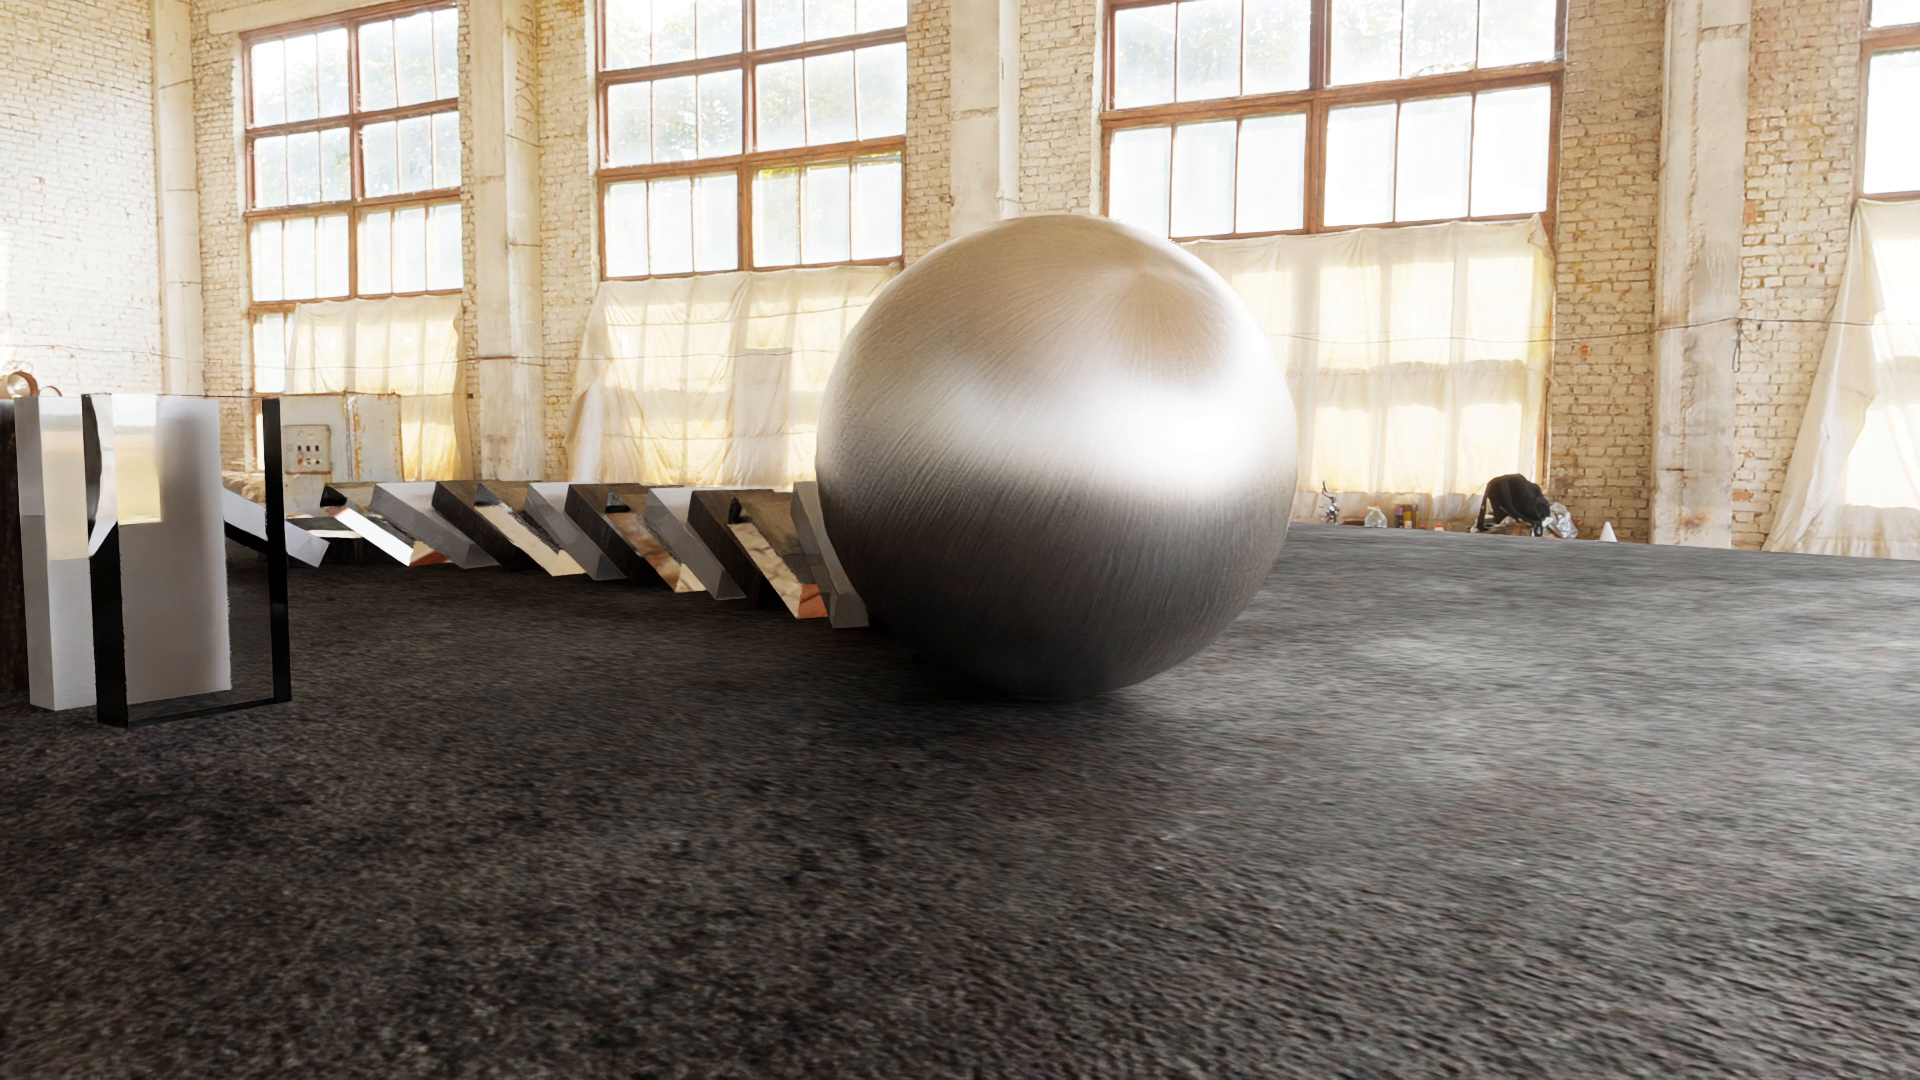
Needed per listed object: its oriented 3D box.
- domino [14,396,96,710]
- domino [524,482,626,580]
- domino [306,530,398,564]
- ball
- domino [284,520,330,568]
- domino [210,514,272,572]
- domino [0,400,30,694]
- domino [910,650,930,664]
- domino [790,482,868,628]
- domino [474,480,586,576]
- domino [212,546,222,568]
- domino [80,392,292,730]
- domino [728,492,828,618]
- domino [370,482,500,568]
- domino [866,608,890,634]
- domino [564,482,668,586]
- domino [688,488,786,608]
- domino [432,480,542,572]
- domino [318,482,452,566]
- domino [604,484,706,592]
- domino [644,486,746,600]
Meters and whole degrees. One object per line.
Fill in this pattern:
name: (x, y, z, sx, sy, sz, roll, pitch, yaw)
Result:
domino: (-0.141, 0.001, 0.216, 0.009, 0.050, 0.025, 3, 5, 34)
domino: (-0.120, -0.004, 0.422, 0.025, 0.009, 0.050, -4, 31, -45)
domino: (-0.232, 0.002, 0.473, 0.050, 0.009, 0.025, 2, 5, 22)
ball: (0.016, -0.014, 0.216, 0.080, 0.080, 0.080, 0, 4, 0)
domino: (-0.243, -0.006, 0.431, 0.025, 0.009, 0.050, 3, -23, 34)
domino: (-0.251, -0.005, 0.411, 0.025, 0.010, 0.050, 2, -25, 25)
domino: (-0.160, 0.000, 0.230, 0.009, 0.050, 0.025, 3, 6, 39)
domino: (0.001, 0.002, 0.263, 0.025, 0.050, 0.010, -1, -40, -10)
domino: (-0.024, 0.002, 0.318, 0.025, 0.009, 0.050, -2, 34, -20)
domino: (-0.140, -0.005, 0.435, 0.050, 0.009, 0.025, 33, 23, 32)
domino: (-0.252, -0.004, 0.387, 0.025, 0.010, 0.050, 1, -27, 12)
domino: (-0.121, 0.002, 0.203, 0.009, 0.050, 0.025, 3, 5, 32)
domino: (-0.040, 0.003, 0.336, 0.025, 0.010, 0.050, -3, 29, -31)
domino: (-0.183, -0.006, 0.457, 0.050, 0.009, 0.025, 27, 15, 23)
domino: (-0.011, -0.001, 0.301, 0.025, 0.050, 0.009, -1, -40, -12)
domino: (-0.102, -0.003, 0.406, 0.025, 0.009, 0.050, -4, 31, -43)
domino: (-0.054, 0.001, 0.354, 0.025, 0.009, 0.050, -3, 30, -34)
domino: (-0.159, -0.006, 0.448, 0.050, 0.009, 0.025, 32, 21, 30)
domino: (-0.205, -0.007, 0.466, 0.050, 0.010, 0.025, 27, 16, 23)
domino: (-0.085, -0.001, 0.390, 0.025, 0.009, 0.050, -4, 30, -40)
domino: (-0.069, 0.000, 0.373, 0.025, 0.009, 0.050, -3, 30, -38)
